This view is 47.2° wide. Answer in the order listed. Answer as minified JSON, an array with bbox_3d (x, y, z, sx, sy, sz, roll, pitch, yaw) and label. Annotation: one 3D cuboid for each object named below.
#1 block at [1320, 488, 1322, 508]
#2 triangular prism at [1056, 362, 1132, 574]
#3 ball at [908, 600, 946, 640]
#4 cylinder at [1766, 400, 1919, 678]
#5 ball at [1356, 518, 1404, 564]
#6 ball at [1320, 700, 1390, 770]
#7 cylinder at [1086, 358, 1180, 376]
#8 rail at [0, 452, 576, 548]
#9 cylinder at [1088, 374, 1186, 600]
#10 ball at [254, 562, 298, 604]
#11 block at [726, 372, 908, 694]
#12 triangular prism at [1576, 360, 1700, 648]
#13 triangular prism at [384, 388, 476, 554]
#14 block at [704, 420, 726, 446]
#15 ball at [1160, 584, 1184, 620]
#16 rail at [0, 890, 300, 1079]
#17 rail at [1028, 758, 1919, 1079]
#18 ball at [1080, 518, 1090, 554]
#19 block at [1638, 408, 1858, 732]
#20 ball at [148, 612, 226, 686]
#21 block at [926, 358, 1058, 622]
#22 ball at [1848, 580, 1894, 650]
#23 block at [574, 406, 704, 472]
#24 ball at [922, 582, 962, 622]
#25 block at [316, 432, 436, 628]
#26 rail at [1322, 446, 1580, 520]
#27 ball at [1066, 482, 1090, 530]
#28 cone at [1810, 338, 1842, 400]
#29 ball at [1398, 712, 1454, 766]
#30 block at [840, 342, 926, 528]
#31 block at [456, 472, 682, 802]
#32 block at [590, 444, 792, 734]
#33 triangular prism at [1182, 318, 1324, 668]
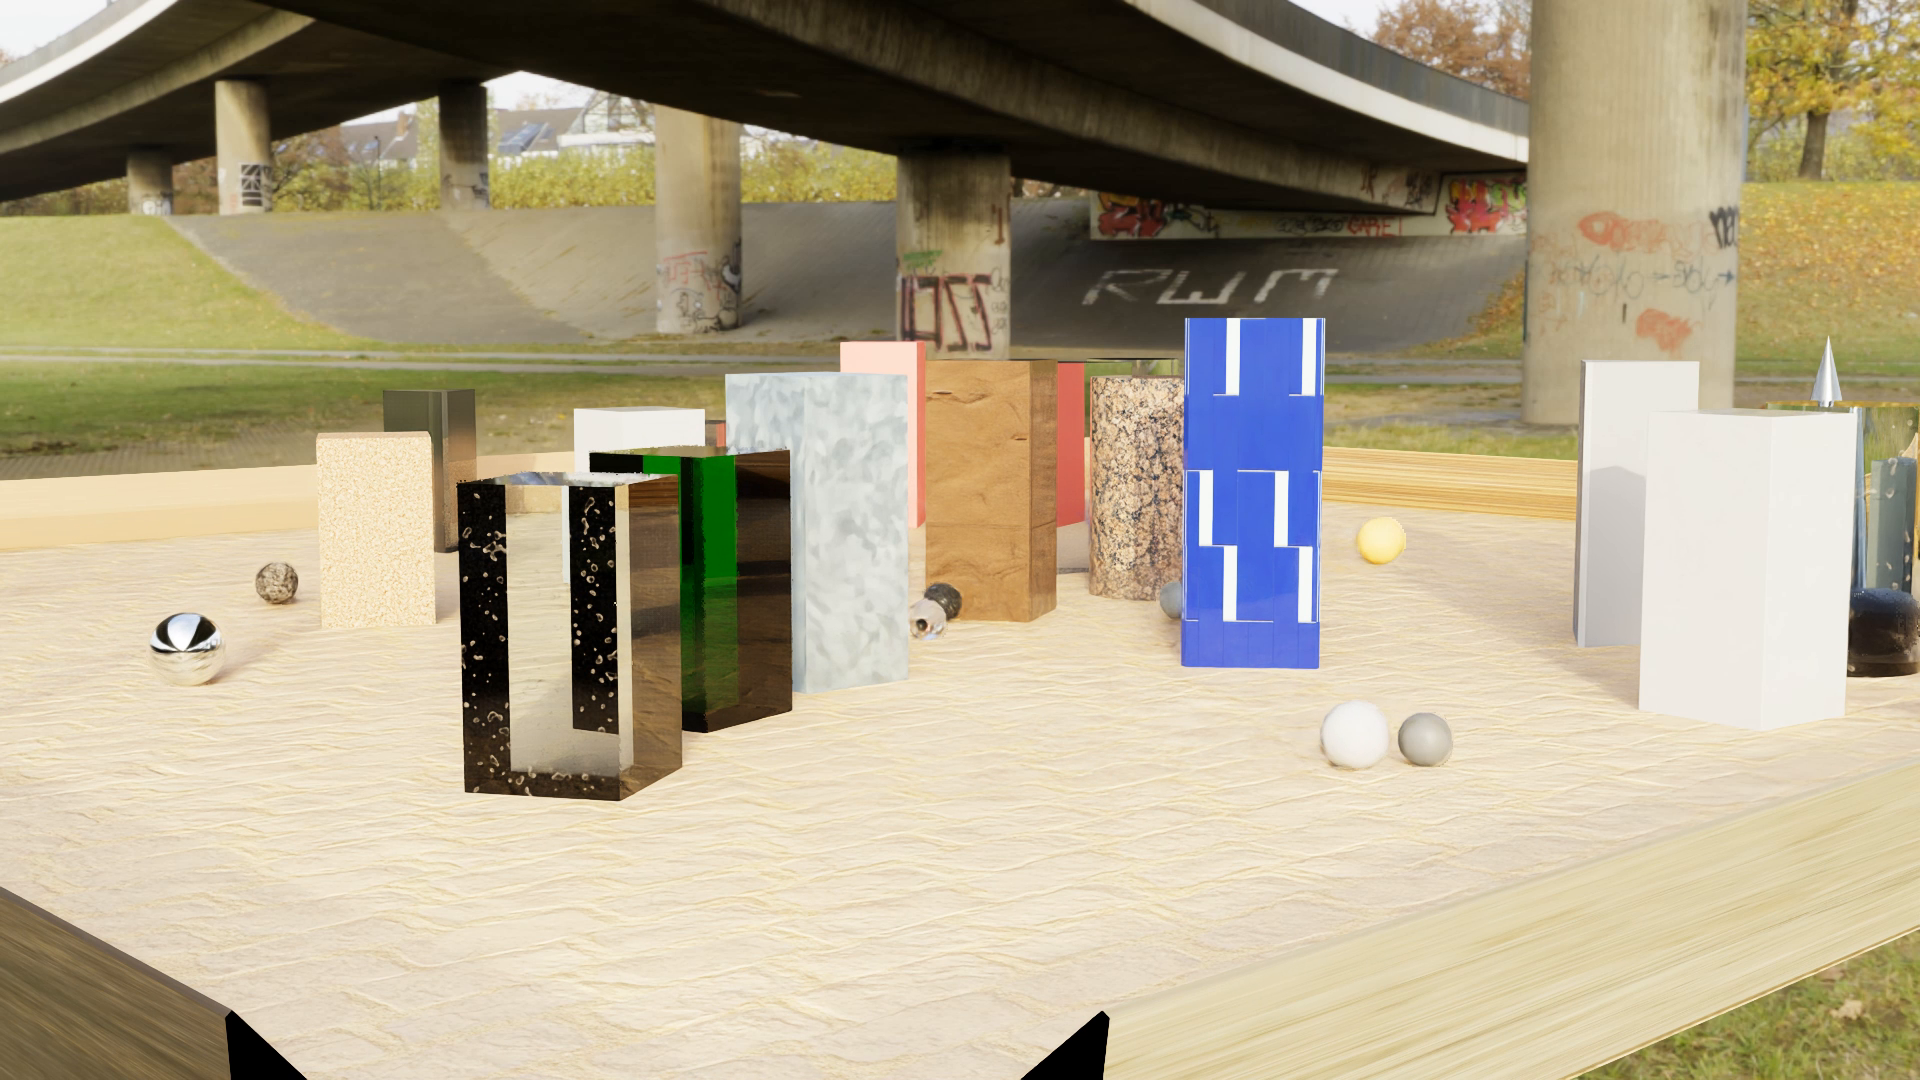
[{"bbox_3d":[0.569,-0.113,4.035,0.154,0.269,0.154,3,6,23],"label":"block"},{"bbox_3d":[0.184,-0.129,3.781,0.167,0.354,0.145,-4,7,-32],"label":"triangular prism"},{"bbox_3d":[-0.045,0.108,2.964,0.055,0.055,0.055,0,6,0],"label":"ball"},{"bbox_3d":[1.101,-0.006,2.742,0.193,0.328,0.193,0,6,0],"label":"cylinder"},{"bbox_3d":[0.734,0.002,3.845,0.081,0.081,0.081,0,6,0],"label":"ball"},{"bbox_3d":[0.382,0.189,2.130,0.067,0.067,0.067,0,6,0],"label":"ball"},{"bbox_3d":[0.360,-0.207,4.595,0.193,0.341,0.193,0,6,0],"label":"cylinder"},{"bbox_3d":[-1.181,-0.101,4.605,3.663,0.125,0.045,-6,8,-42],"label":"rail"},{"bbox_3d":[0.299,-0.086,3.444,0.193,0.339,0.193,0,6,0],"label":"cylinder"},{"bbox_3d":[-1.033,0.066,3.324,0.063,0.063,0.063,0,6,0],"label":"ball"},{"bbox_3d":[-0.171,-0.015,2.637,0.154,0.367,0.154,-5,8,-41],"label":"block"},{"bbox_3d":[0.879,-0.055,2.978,0.167,0.375,0.145,-2,6,-17],"label":"triangular prism"},{"bbox_3d":[-0.961,-0.133,4.111,0.167,0.294,0.145,4,7,35],"label":"triangular prism"},{"bbox_3d":[-0.488,-0.093,3.977,0.154,0.242,0.154,1,6,12],"label":"block"},{"bbox_3d":[0.314,0.088,3.162,0.053,0.053,0.053,0,6,0],"label":"ball"},{"bbox_3d":[-1.329,0.161,2.113,0.045,0.125,3.530,-6,8,-42],"label":"rail"},{"bbox_3d":[1.181,0.166,2.059,3.663,0.125,0.045,-6,8,-42],"label":"rail"},{"bbox_3d":[0.259,-0.006,3.864,0.093,0.093,0.093,0,6,0],"label":"ball"},{"bbox_3d":[0.864,0.026,2.415,0.154,0.332,0.154,-4,7,-36],"label":"block"},{"bbox_3d":[-0.914,0.129,2.601,0.088,0.088,0.088,0,6,0],"label":"ball"},{"bbox_3d":[0.047,-0.077,3.208,0.154,0.371,0.154,2,6,17],"label":"block"},{"bbox_3d":[1.171,0.098,2.878,0.092,0.092,0.092,0,6,0],"label":"ball"},{"bbox_3d":[-0.526,-0.075,3.619,0.154,0.281,0.154,-5,8,-39],"label":"block"},{"bbox_3d":[-0.025,0.089,3.133,0.057,0.057,0.057,0,6,0],"label":"ball"},{"bbox_3d":[-0.837,-0.018,3.153,0.154,0.265,0.154,-2,6,-15],"label":"block"},{"bbox_3d":[1.329,-0.095,4.551,0.045,0.125,3.530,-6,8,-42],"label":"rail"},{"bbox_3d":[0.261,-0.068,4.440,0.096,0.096,0.096,0,6,0],"label":"ball"},{"bbox_3d":[1.340,-0.115,3.414,0.193,0.404,0.193,0,6,0],"label":"cone"},{"bbox_3d":[0.454,0.195,2.145,0.053,0.053,0.053,0,6,0],"label":"ball"},{"bbox_3d":[-0.157,-0.219,4.535,0.154,0.377,0.154,1,6,6],"label":"block"},{"bbox_3d":[-0.364,0.085,2.072,0.154,0.286,0.154,2,6,14],"label":"block"},{"bbox_3d":[-0.293,0.048,2.404,0.154,0.291,0.154,4,7,32],"label":"block"},{"bbox_3d":[0.370,-0.064,2.788,0.167,0.433,0.145,1,6,7],"label":"triangular prism"}]
